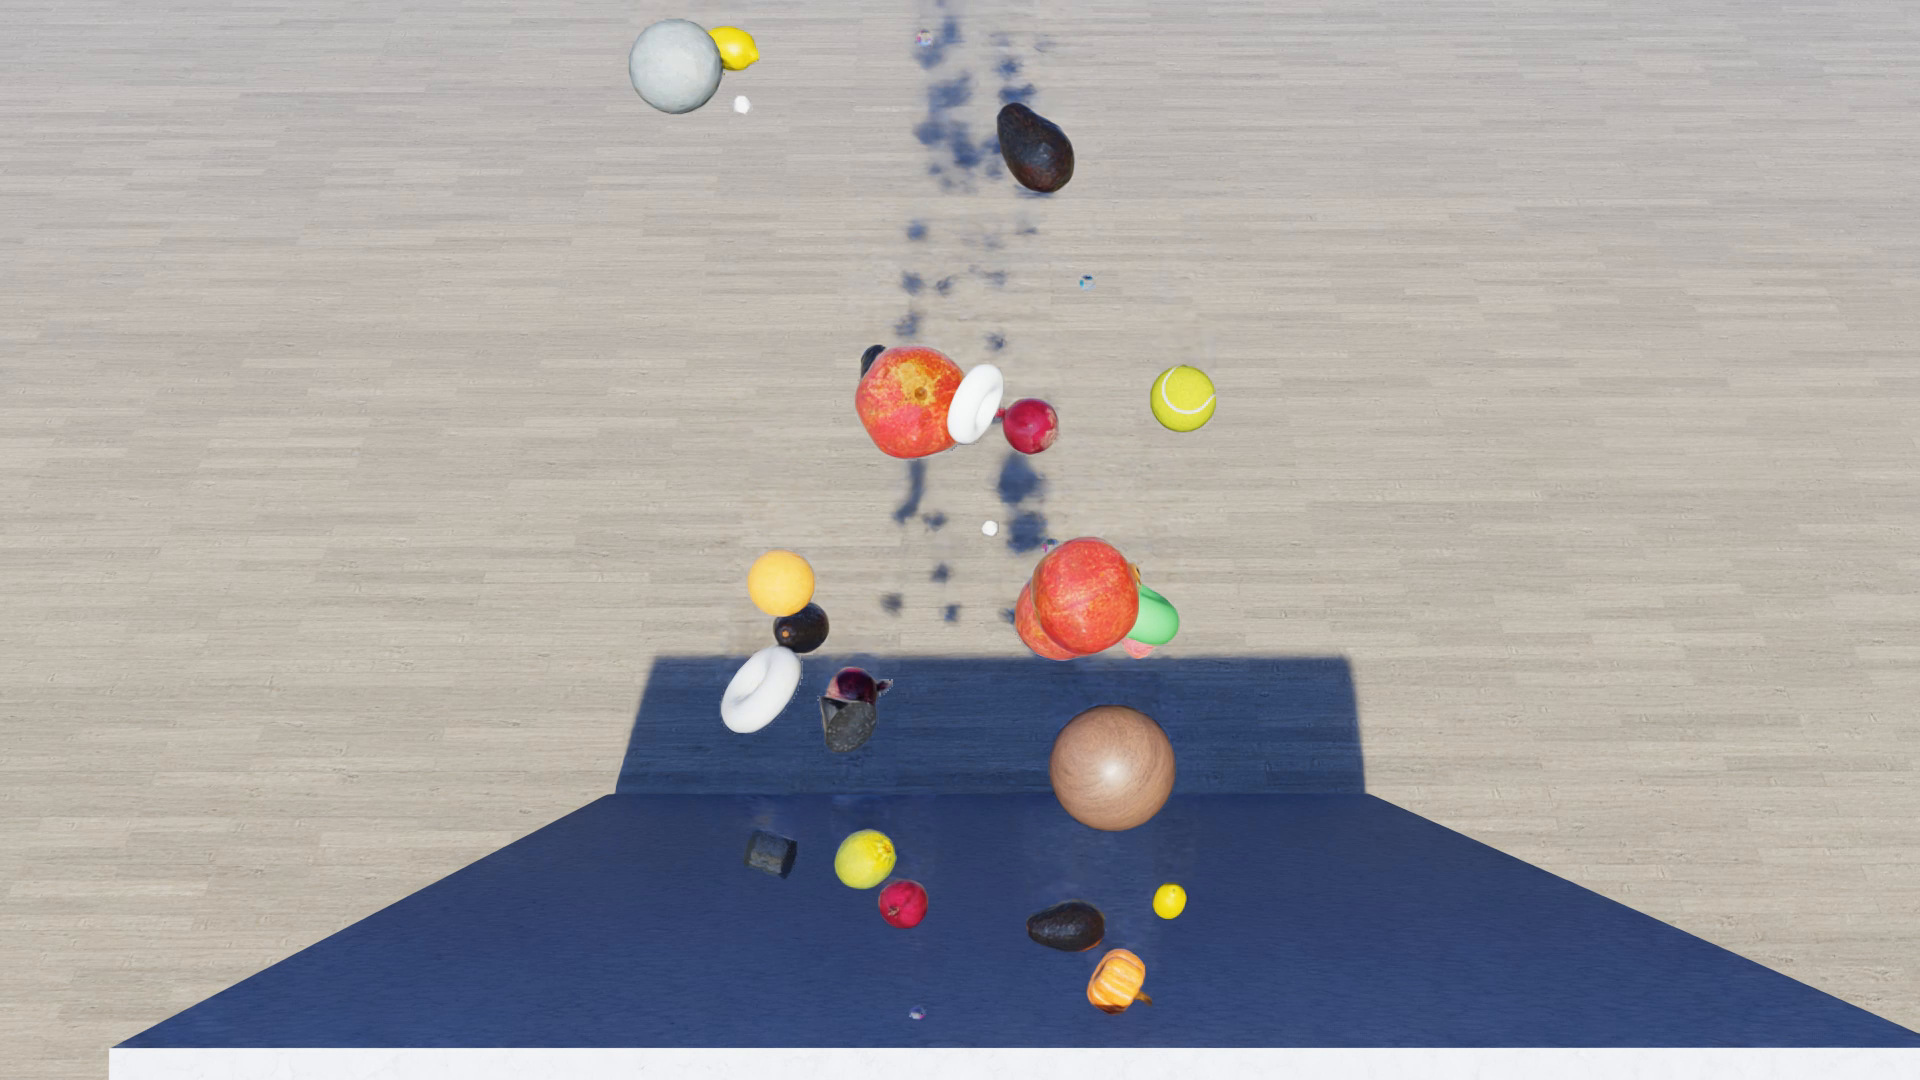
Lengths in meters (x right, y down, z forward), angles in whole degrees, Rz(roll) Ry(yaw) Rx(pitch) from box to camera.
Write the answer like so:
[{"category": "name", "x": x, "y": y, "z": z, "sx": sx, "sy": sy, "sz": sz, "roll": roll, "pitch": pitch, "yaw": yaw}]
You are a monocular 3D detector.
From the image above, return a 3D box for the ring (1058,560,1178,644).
[{"category": "ring", "x": 0.165, "y": 0.064, "z": 2.710, "sx": 0.140, "sy": 0.047, "sz": 0.140, "roll": 27, "pitch": 7, "yaw": -4}]

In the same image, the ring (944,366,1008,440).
[{"category": "ring", "x": 0.015, "y": -0.130, "z": 2.476, "sx": 0.027, "sy": 0.081, "sz": 0.081, "roll": 37, "pitch": 46, "yaw": 15}]

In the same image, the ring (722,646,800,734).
[{"category": "ring", "x": -0.218, "y": 0.163, "z": 2.844, "sx": 0.110, "sy": 0.037, "sz": 0.110, "roll": -39, "pitch": 26, "yaw": 23}]

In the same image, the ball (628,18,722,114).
[{"category": "ball", "x": -0.243, "y": -0.406, "z": 2.224, "sx": 0.080, "sy": 0.080, "sz": 0.080, "roll": 0, "pitch": 35, "yaw": 0}]

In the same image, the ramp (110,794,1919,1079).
[{"category": "ramp", "x": 0.076, "y": 0.659, "z": 4.816, "sx": 2.000, "sy": 0.100, "sz": 4.000, "roll": 0, "pitch": -2, "yaw": 0}]

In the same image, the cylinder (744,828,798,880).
[{"category": "cylinder", "x": -0.240, "y": 0.398, "z": 3.296, "sx": 0.052, "sy": 0.052, "sz": 0.052, "roll": 16, "pitch": 37, "yaw": 14}]

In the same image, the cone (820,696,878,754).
[{"category": "cone", "x": -0.134, "y": 0.184, "z": 2.786, "sx": 0.065, "sy": 0.065, "sz": 0.065, "roll": -21, "pitch": 40, "yaw": -27}]
